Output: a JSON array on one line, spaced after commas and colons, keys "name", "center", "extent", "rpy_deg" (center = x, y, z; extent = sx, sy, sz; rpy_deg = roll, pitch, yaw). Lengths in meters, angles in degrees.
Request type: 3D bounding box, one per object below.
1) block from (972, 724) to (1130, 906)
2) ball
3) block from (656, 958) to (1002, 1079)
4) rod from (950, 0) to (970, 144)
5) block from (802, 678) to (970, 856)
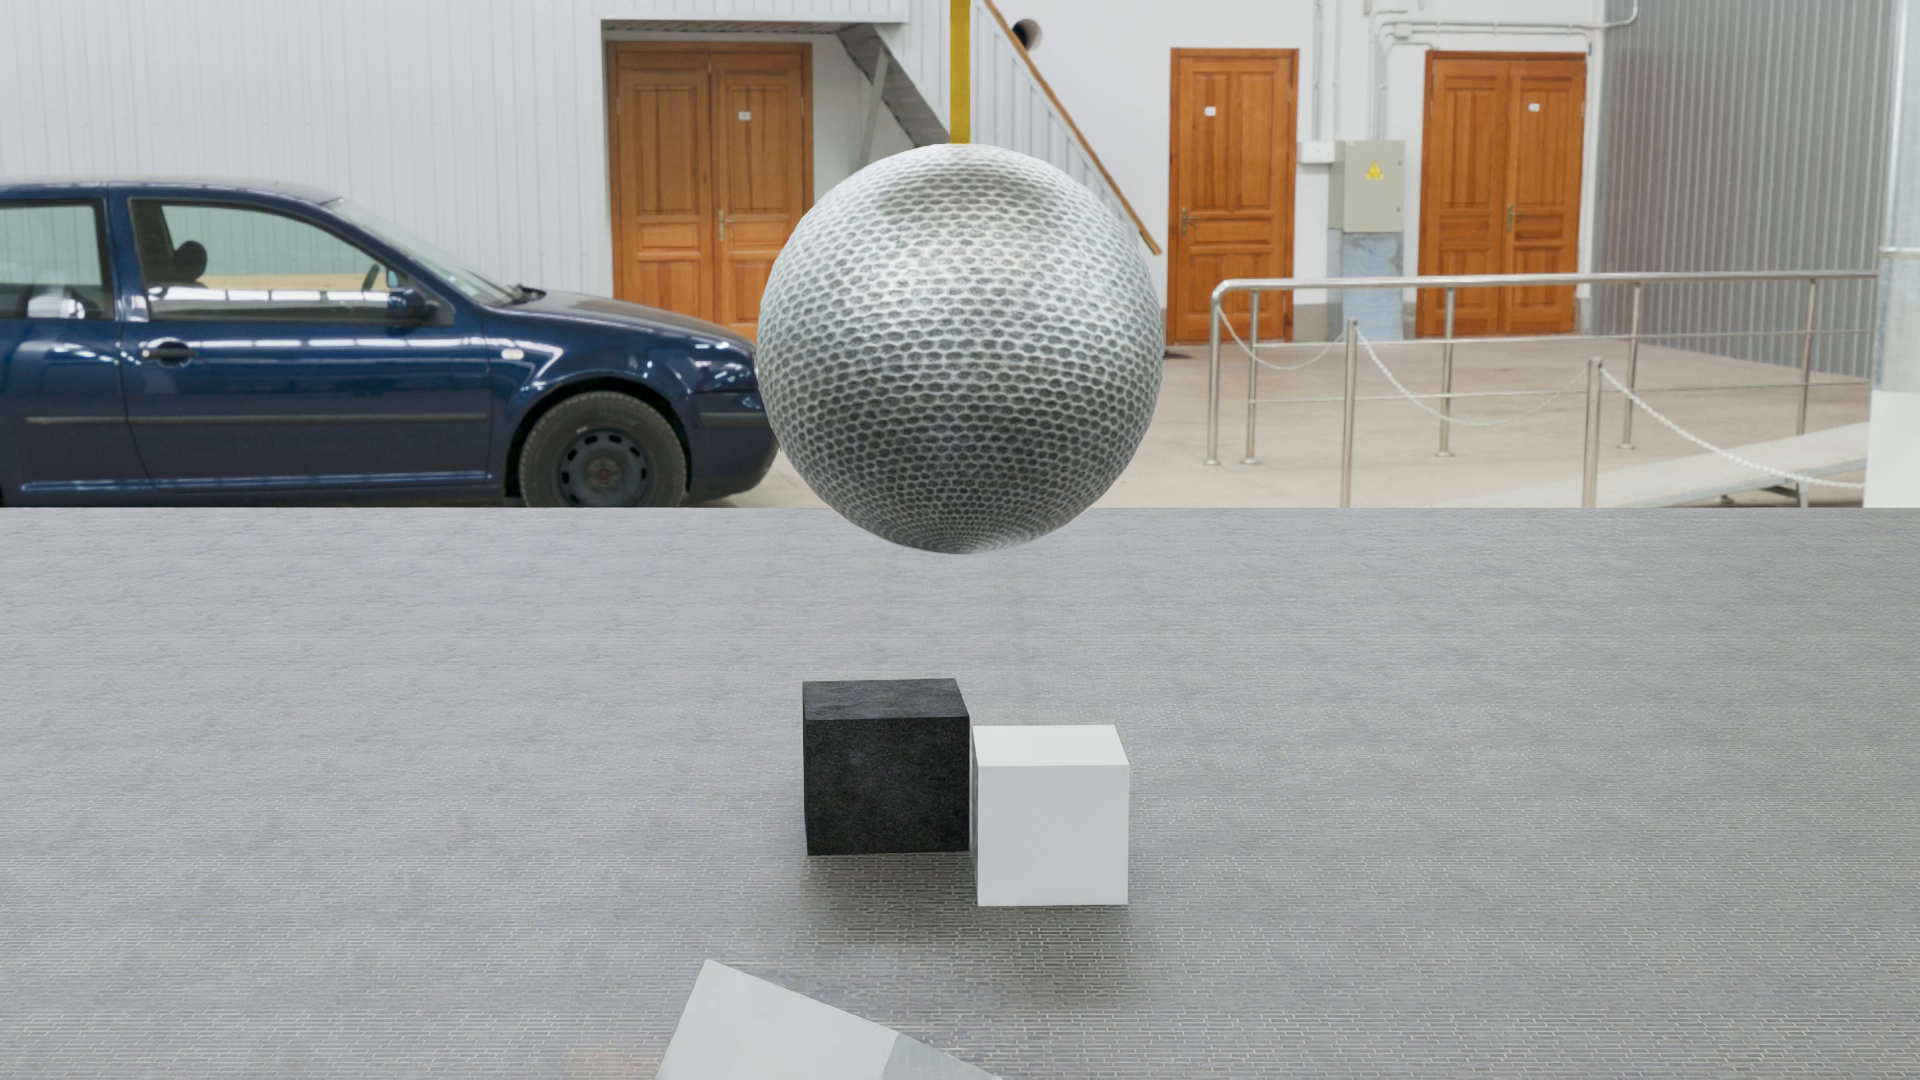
[{"name": "block", "center": [0.420, 1.304, 10.509], "extent": [0.696, 0.673, 0.703], "rpy_deg": [0, 10, -2]}, {"name": "ball", "center": [0.000, -0.745, 8.631], "extent": [1.600, 1.600, 1.600], "rpy_deg": [0, 10, 0]}, {"name": "block", "center": [-0.392, 1.825, 6.582], "extent": [0.822, 0.759, 0.767], "rpy_deg": [10, -19, 42]}, {"name": "rod", "center": [0.000, -4.058, 9.397], "extent": [0.080, 5.200, 0.080], "rpy_deg": [0, -13, 0]}, {"name": "block", "center": [-0.392, 1.151, 11.291], "extent": [0.808, 0.695, 0.787], "rpy_deg": [-1, 10, -5]}]
